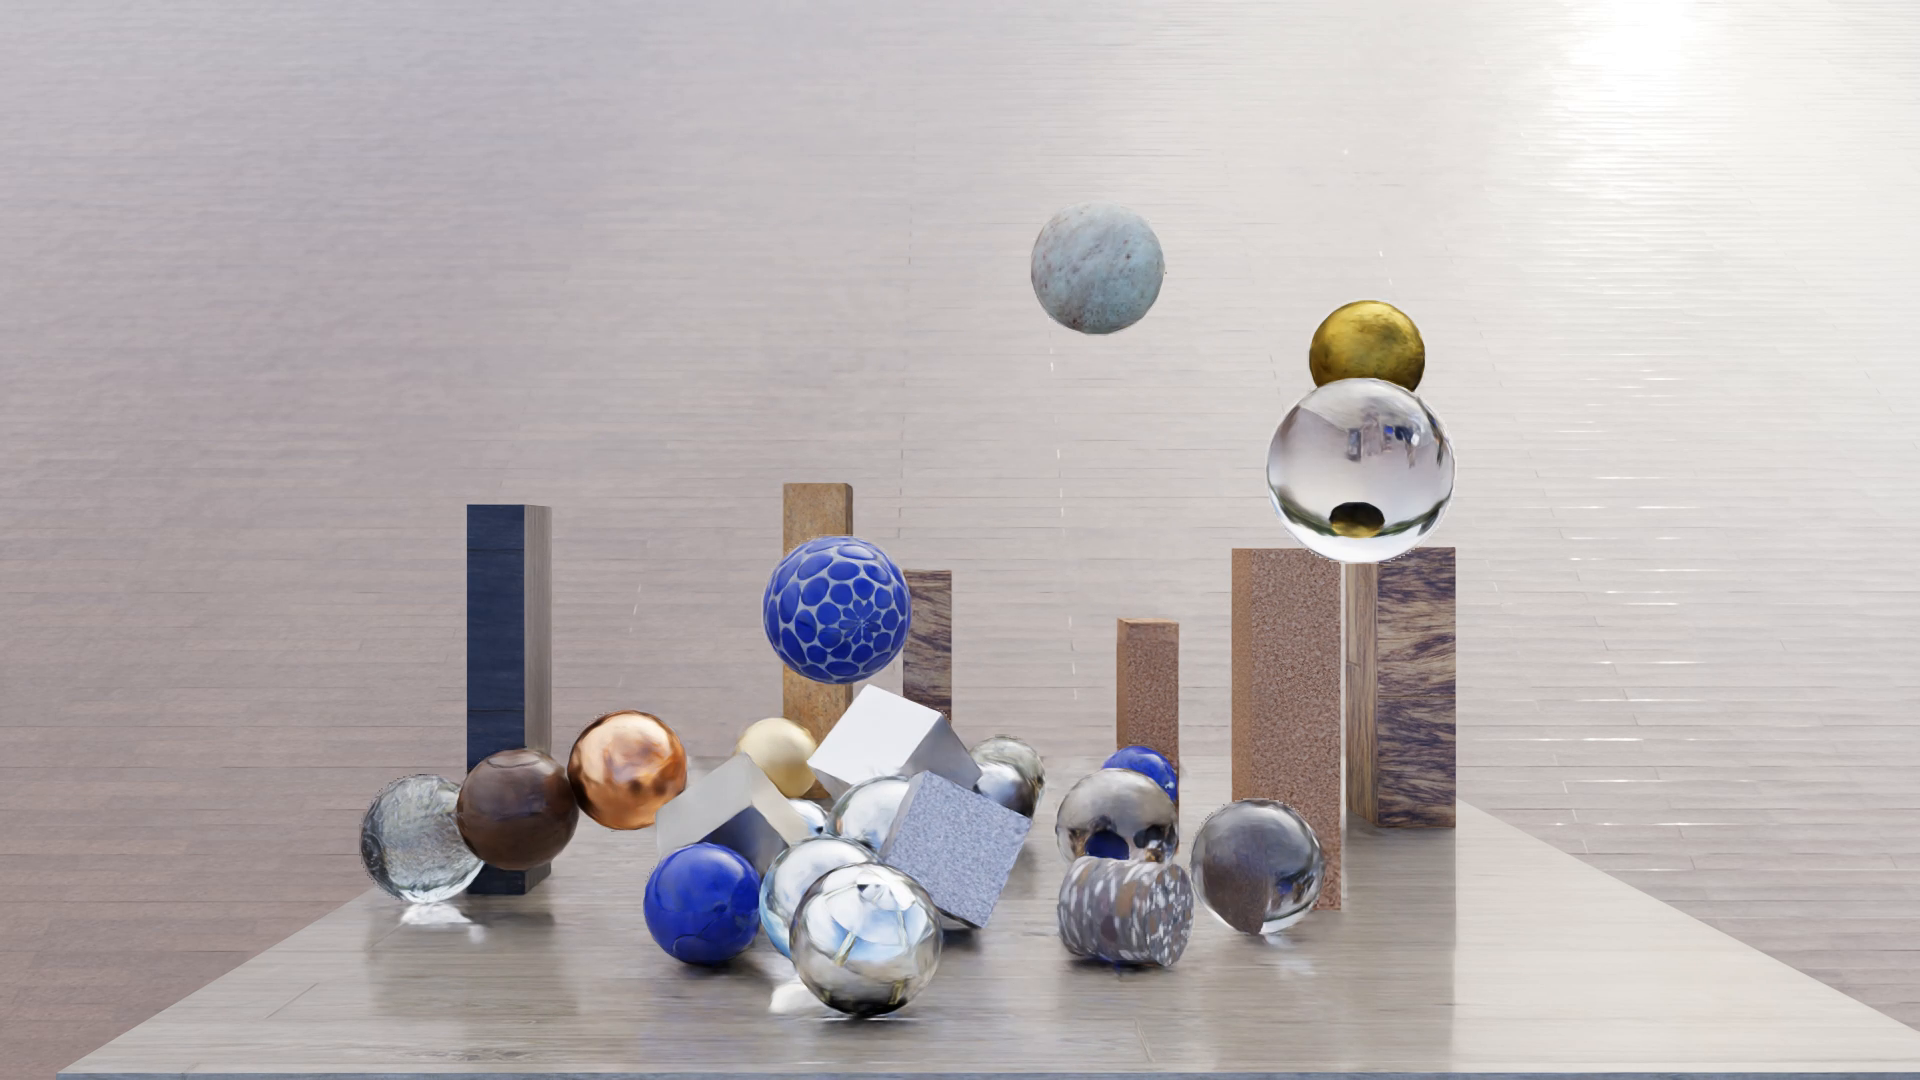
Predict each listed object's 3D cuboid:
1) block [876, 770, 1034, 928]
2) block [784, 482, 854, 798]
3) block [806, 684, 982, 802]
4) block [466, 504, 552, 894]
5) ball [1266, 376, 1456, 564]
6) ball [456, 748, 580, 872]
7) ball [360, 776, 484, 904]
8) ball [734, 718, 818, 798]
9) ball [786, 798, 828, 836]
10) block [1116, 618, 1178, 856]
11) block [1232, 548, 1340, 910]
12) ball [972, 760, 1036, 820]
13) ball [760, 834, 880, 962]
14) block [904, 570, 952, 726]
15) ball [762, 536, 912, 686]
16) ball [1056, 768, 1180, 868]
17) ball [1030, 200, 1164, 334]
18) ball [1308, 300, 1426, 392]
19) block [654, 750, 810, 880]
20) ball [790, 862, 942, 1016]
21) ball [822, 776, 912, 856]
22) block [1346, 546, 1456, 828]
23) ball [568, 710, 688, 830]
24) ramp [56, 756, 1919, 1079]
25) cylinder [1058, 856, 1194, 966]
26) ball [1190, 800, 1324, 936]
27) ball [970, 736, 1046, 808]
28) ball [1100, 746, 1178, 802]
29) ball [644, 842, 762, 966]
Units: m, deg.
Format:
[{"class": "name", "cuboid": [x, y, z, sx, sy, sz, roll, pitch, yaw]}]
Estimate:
[{"class": "block", "cuboid": [-0.016, 0.433, 3.610, 0.162, 0.162, 0.162, 25, -10, -4]}, {"class": "block", "cuboid": [-0.312, 0.217, 5.749, 0.134, 0.678, 0.400, 0, 0, 0]}, {"class": "block", "cuboid": [-0.113, 0.399, 4.513, 0.182, 0.182, 0.182, 19, 62, 41]}, {"class": "block", "cuboid": [-0.723, 0.248, 4.163, 0.090, 0.607, 0.271, 0, 0, 0]}, {"class": "ball", "cuboid": [0.387, -0.067, 2.506, 0.181, 0.181, 0.181, 0, 30, 0]}, {"class": "ball", "cuboid": [-0.658, 0.401, 3.851, 0.181, 0.181, 0.181, 0, 30, 0]}, {"class": "ball", "cuboid": [-0.814, 0.455, 3.939, 0.193, 0.193, 0.193, 0, 30, 0]}, {"class": "ball", "cuboid": [-0.385, 0.464, 5.432, 0.182, 0.182, 0.182, 0, 30, 0]}, {"class": "ball", "cuboid": [-0.263, 0.482, 4.125, 0.140, 0.140, 0.140, 0, 30, 0]}, {"class": "block", "cuboid": [0.339, 0.349, 4.701, 0.089, 0.407, 0.324, 0, 0, 0]}, {"class": "block", "cuboid": [0.501, 0.282, 3.997, 0.132, 0.538, 0.289, 0, 0, 0]}, {"class": "ball", "cuboid": [0.060, 0.475, 4.685, 0.153, 0.153, 0.153, 0, 30, 0]}, {"class": "ball", "cuboid": [-0.171, 0.464, 3.310, 0.172, 0.172, 0.172, 0, 30, 0]}, {"class": "block", "cuboid": [-0.059, 0.304, 4.839, 0.087, 0.498, 0.274, 0, 0, 0]}, {"class": "ball", "cuboid": [-0.137, 0.078, 2.890, 0.167, 0.167, 0.167, 0, 30, 0]}, {"class": "ball", "cuboid": [0.247, 0.455, 4.069, 0.194, 0.194, 0.194, 0, 30, 0]}, {"class": "ball", "cuboid": [0.152, -0.303, 2.876, 0.149, 0.149, 0.149, 0, 30, 0]}, {"class": "ball", "cuboid": [0.460, -0.206, 2.922, 0.131, 0.131, 0.131, 0, 30, 0]}, {"class": "block", "cuboid": [-0.306, 0.419, 3.542, 0.153, 0.153, 0.153, -35, 24, 6]}, {"class": "ball", "cuboid": [-0.109, 0.461, 2.992, 0.177, 0.177, 0.177, 0, 30, 0]}, {"class": "ball", "cuboid": [-0.101, 0.448, 3.791, 0.206, 0.206, 0.206, 0, 30, 0]}, {"class": "block", "cuboid": [0.877, 0.284, 5.179, 0.150, 0.540, 0.415, 0, 0, 0]}, {"class": "ball", "cuboid": [-0.490, 0.340, 3.820, 0.177, 0.177, 0.177, 0, 30, 0]}, {"class": "ramp", "cuboid": [0.068, 0.603, 4.666, 2.000, 0.100, 4.000, 0, 0, 0]}, {"class": "cylinder", "cuboid": [0.216, 0.482, 3.368, 0.130, 0.130, 0.130, 1, 27, 33]}, {"class": "ball", "cuboid": [0.415, 0.457, 3.613, 0.187, 0.187, 0.187, 0, 30, 0]}, {"class": "ball", "cuboid": [0.082, 0.468, 5.027, 0.171, 0.171, 0.171, 0, 30, 0]}, {"class": "ball", "cuboid": [0.305, 0.426, 4.469, 0.140, 0.140, 0.140, 0, 30, 0]}, {"class": "ball", "cuboid": [-0.331, 0.472, 3.352, 0.157, 0.157, 0.157, 0, 30, 0]}]
